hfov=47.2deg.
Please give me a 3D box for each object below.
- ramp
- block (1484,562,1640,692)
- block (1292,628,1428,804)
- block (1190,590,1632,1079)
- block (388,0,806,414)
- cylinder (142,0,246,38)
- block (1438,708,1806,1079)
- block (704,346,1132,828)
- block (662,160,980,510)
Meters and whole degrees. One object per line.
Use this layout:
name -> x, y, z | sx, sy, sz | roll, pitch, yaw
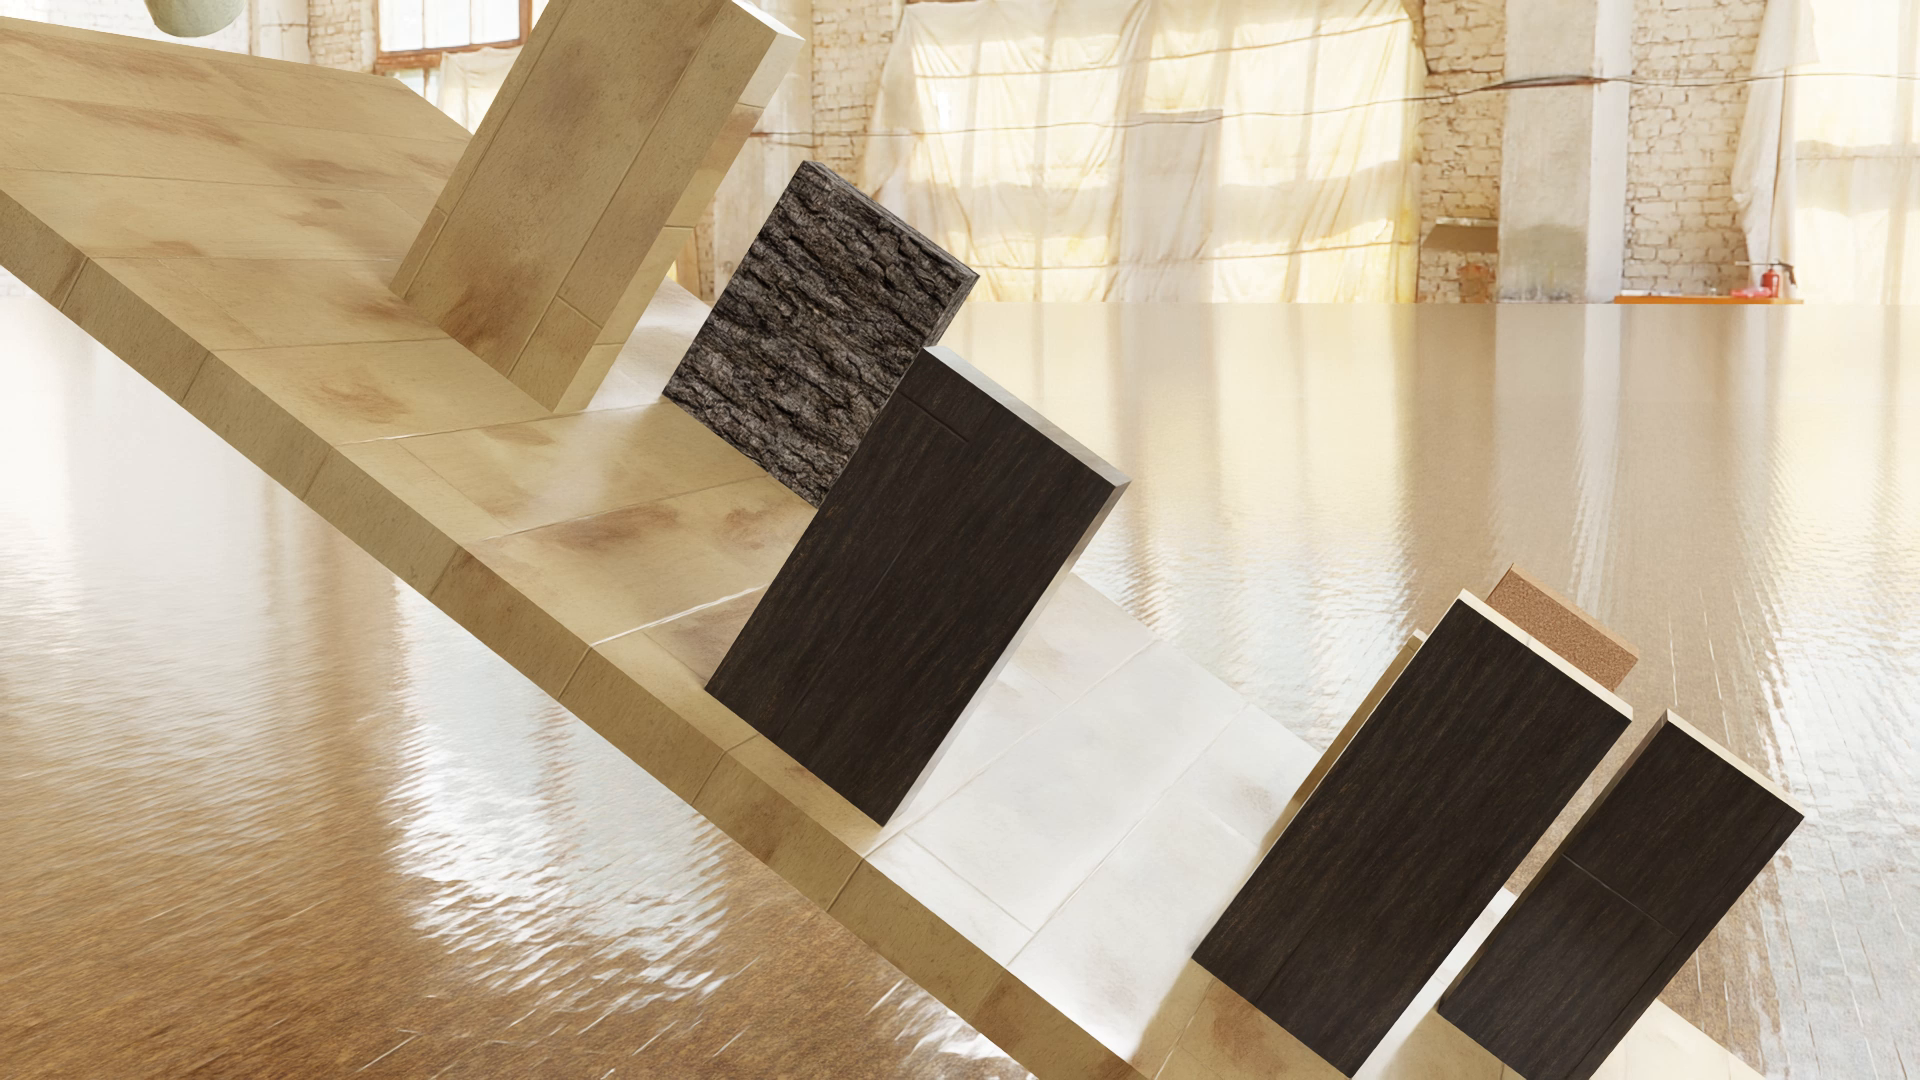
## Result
ramp -> -0.112, 0.192, 4.092 | 4.000, 0.100, 2.000 | 36, 15, 10
block -> 1.101, 0.389, 4.599 | 0.309, 0.612, 0.125 | 36, 15, 10
block -> 0.966, 0.473, 4.432 | 0.416, 0.420, 0.081 | 36, 15, 10
block -> 0.686, 0.453, 3.375 | 0.305, 0.707, 0.103 | 36, 15, 10
block -> -0.655, -0.665, 3.923 | 0.394, 0.787, 0.131 | 36, 15, 10
cylinder -> -1.469, -1.083, 4.155 | 0.187, 0.187, 0.187 | 0, -31, 2
block -> 1.138, 0.640, 3.815 | 0.269, 0.659, 0.106 | 36, 15, 10
block -> -0.067, 0.068, 3.201 | 0.339, 0.613, 0.104 | 36, 15, 10
block -> -0.278, -0.404, 4.340 | 0.399, 0.550, 0.098 | 36, 15, 10
